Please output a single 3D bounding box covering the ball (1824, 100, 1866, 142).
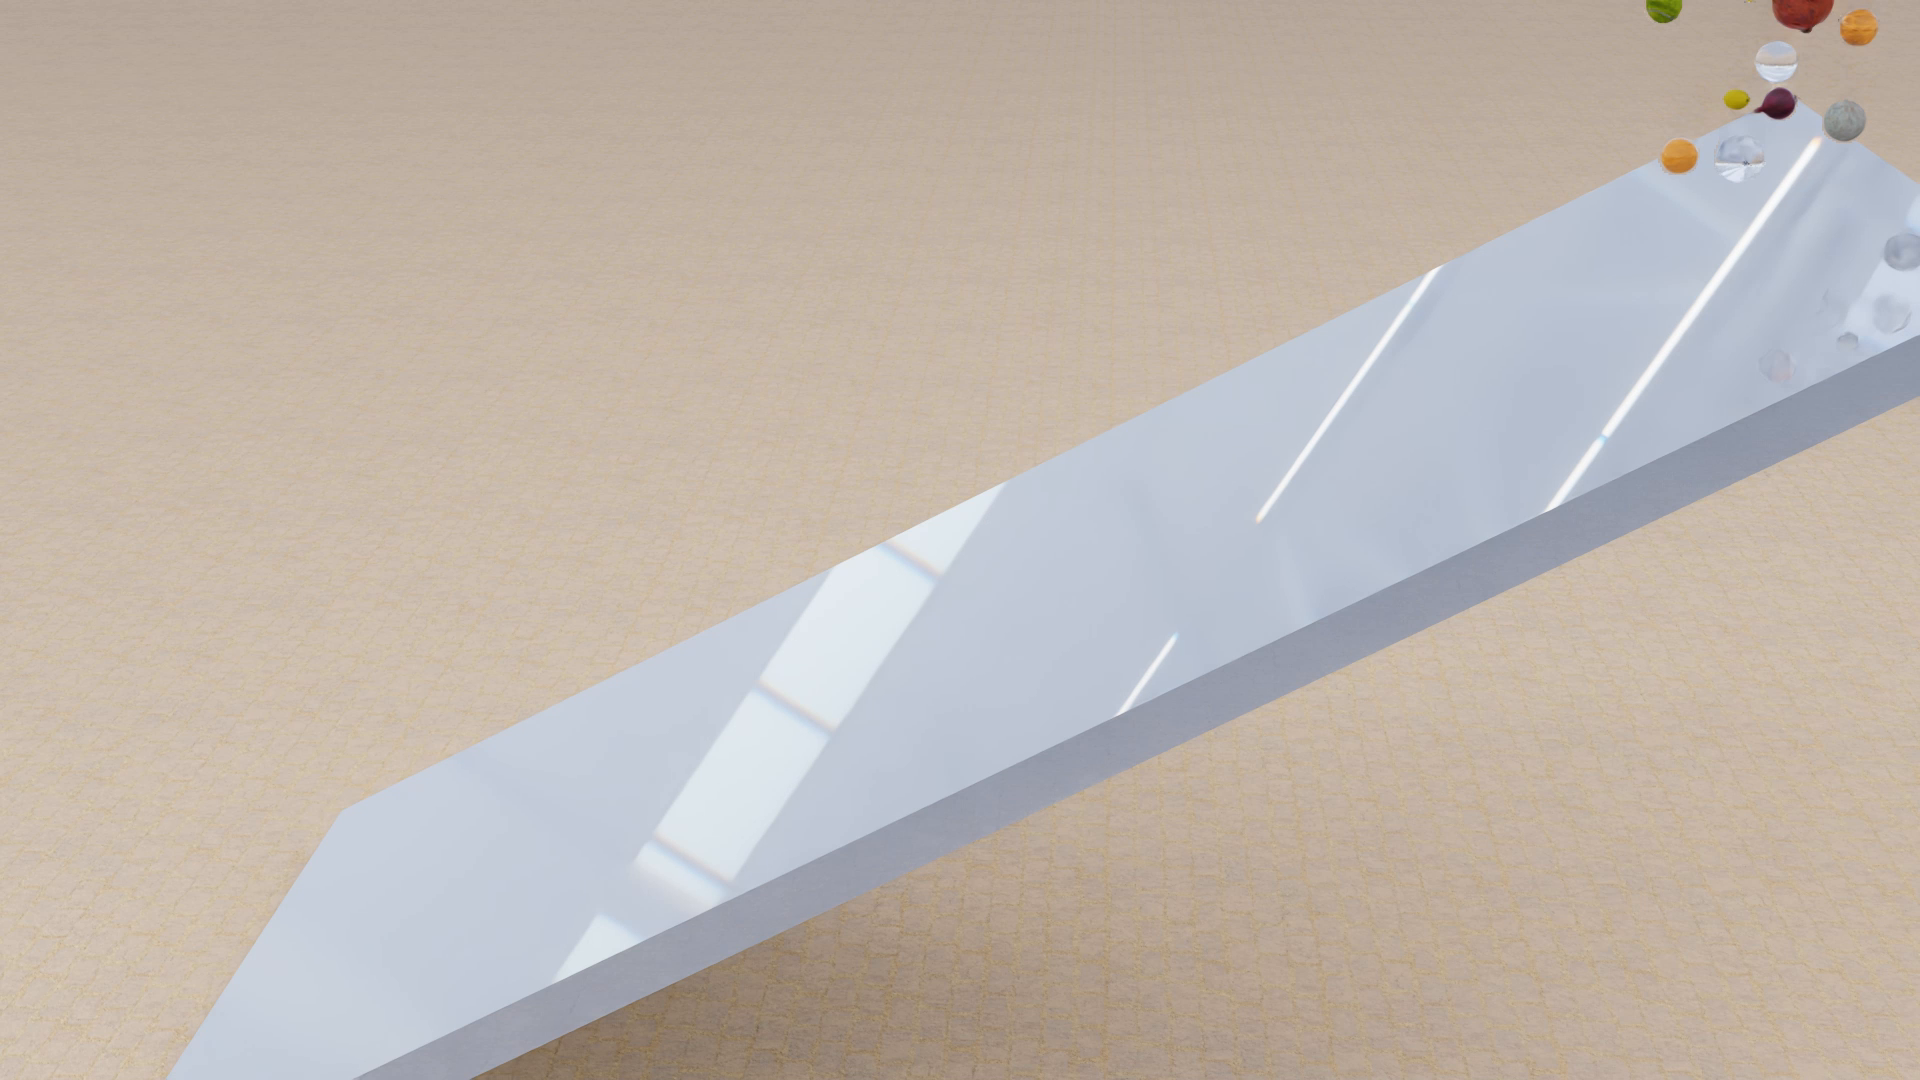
[{"bbox_3d":[1.755,-0.832,5.834,0.081,0.081,0.081,0,17,0],"label":"ball"}]

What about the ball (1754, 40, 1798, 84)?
[{"bbox_3d":[1.645,-0.963,5.924,0.084,0.084,0.084,0,17,0],"label":"ball"}]

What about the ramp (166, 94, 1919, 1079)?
[{"bbox_3d":[0.141,0.167,6.281,4.000,0.100,2.000,-26,14,11],"label":"ramp"}]

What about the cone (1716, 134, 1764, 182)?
[{"bbox_3d":[1.563,-0.755,5.865,0.095,0.095,0.095,2,16,6],"label":"cone"}]
